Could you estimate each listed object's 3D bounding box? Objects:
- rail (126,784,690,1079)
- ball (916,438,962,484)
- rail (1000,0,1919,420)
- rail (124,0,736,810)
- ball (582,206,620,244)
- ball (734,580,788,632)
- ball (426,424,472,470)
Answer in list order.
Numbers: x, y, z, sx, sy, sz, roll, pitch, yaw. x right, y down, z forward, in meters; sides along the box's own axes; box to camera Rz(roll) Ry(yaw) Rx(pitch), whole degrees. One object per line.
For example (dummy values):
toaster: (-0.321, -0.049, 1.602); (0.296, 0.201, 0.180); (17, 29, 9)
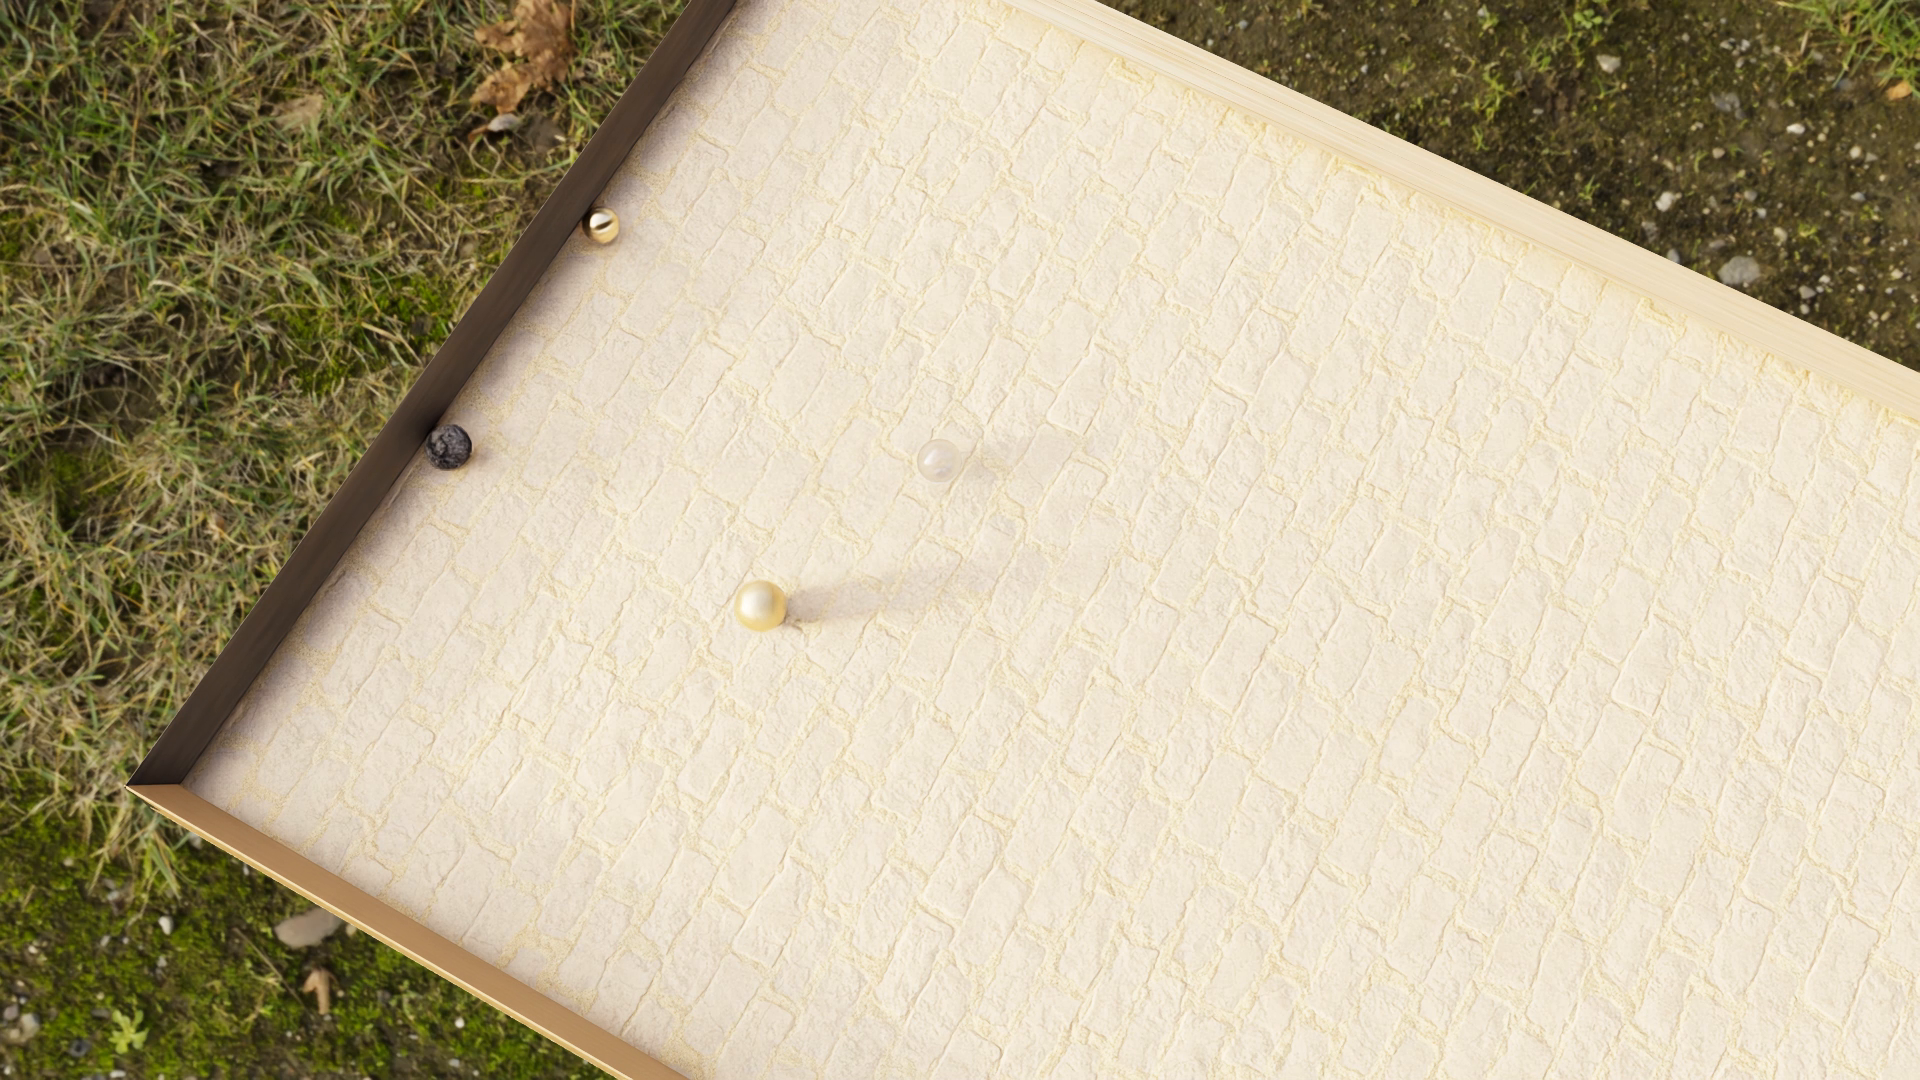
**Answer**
rail: (0.315, 1.156, 3.000); (3.536, 0.107, 0.045); (27, 70, 11)
ball: (-0.033, -0.127, 3.552); (0.073, 0.073, 0.073); (0, 67, 0)
rail: (1.233, -0.382, 3.638); (3.536, 0.107, 0.045); (27, 70, 11)
rail: (-0.753, -0.391, 3.641); (0.045, 0.107, 1.948); (27, 70, 11)
ball: (-0.609, -0.534, 3.725); (0.063, 0.063, 0.063); (0, 67, 0)
ball: (-0.312, 0.103, 3.451); (0.082, 0.082, 0.082); (0, 67, 0)
ball: (-0.828, -0.151, 3.561); (0.073, 0.073, 0.073); (0, 67, 0)
